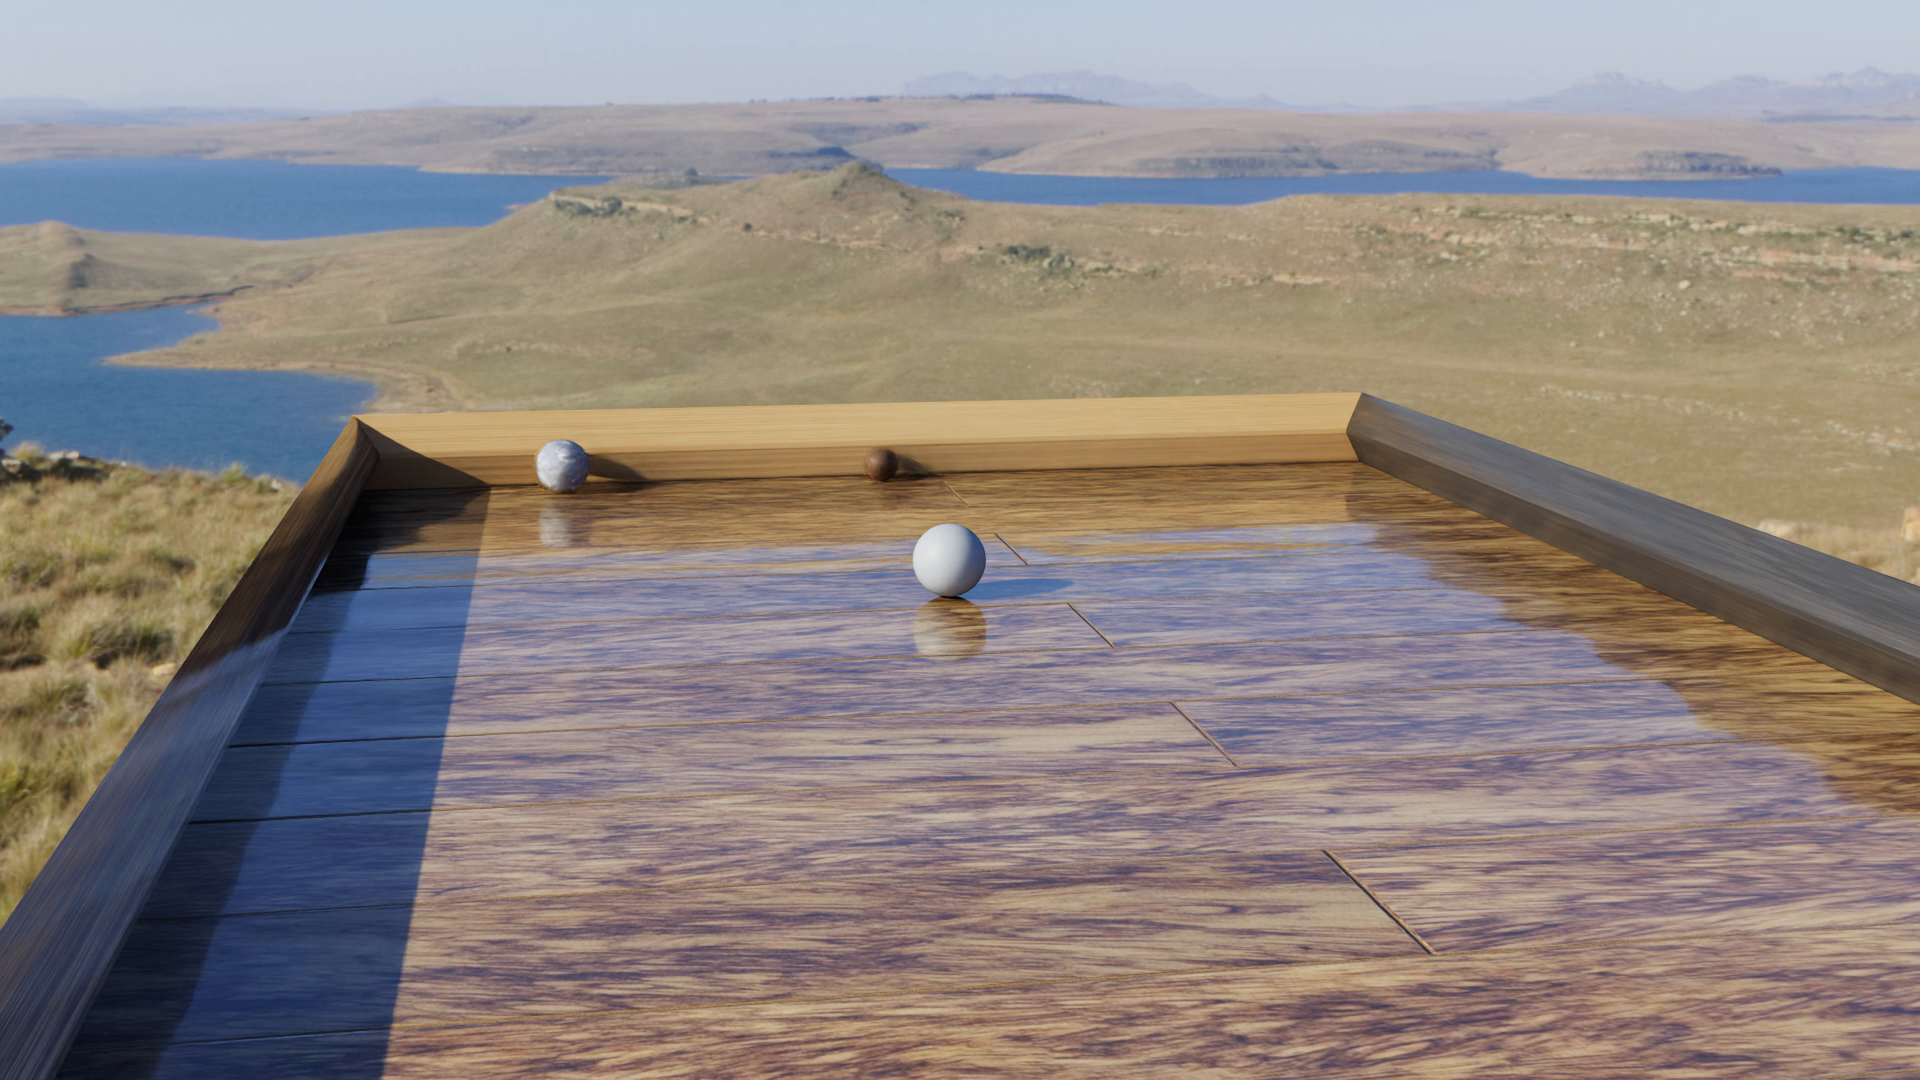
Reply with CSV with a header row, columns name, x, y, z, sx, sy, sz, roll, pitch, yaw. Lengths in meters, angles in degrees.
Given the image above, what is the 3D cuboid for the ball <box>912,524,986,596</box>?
name,x,y,z,sx,sy,sz,roll,pitch,yaw
ball,-0.014,0.027,2.919,0.097,0.097,0.097,0,11,0

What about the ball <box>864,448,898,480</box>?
name,x,y,z,sx,sy,sz,roll,pitch,yaw
ball,-0.137,-0.133,3.843,0.058,0.058,0.058,0,11,0

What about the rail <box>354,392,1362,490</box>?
name,x,y,z,sx,sy,sz,roll,pitch,yaw
rail,-0.142,-0.174,3.872,1.798,0.127,0.045,-2,11,-10

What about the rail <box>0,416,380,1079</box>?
name,x,y,z,sx,sy,sz,roll,pitch,yaw
rail,-0.716,0.162,2.137,0.045,0.127,3.325,-2,11,-10

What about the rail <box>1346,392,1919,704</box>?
name,x,y,z,sx,sy,sz,roll,pitch,yaw
rail,1.008,0.104,2.439,0.045,0.127,3.325,-2,11,-10

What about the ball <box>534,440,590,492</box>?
name,x,y,z,sx,sy,sz,roll,pitch,yaw
ball,-0.673,-0.125,3.717,0.091,0.091,0.091,0,11,0
